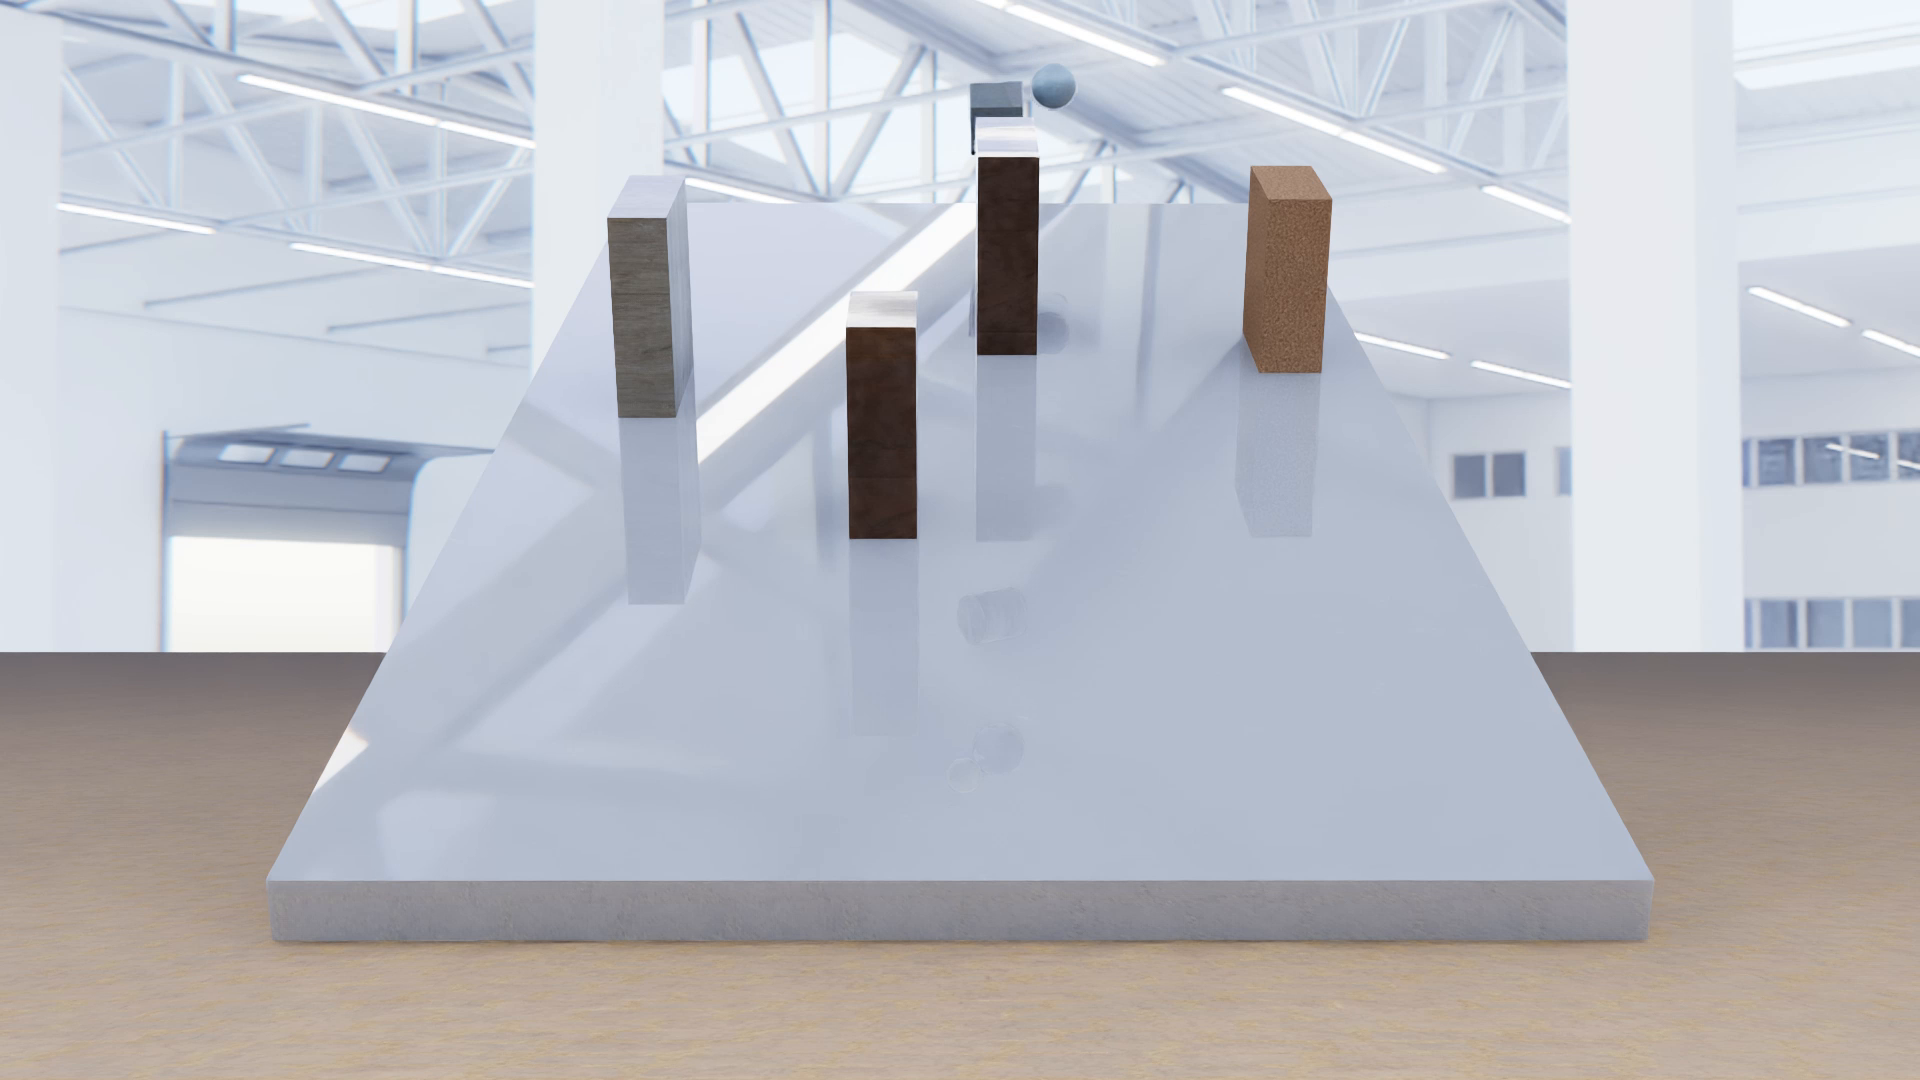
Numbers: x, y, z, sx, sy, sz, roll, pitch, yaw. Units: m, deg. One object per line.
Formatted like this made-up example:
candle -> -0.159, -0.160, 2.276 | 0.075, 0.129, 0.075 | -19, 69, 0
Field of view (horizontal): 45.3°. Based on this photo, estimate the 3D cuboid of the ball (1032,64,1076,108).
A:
ball -> 0.281, -1.360, 6.897 | 0.133, 0.133, 0.133 | 0, -3, 0

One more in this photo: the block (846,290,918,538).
block -> -0.151, -0.249, 4.542 | 0.133, 0.432, 0.244 | 0, 22, 0

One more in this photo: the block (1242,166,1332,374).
block -> 0.787, -0.658, 5.558 | 0.149, 0.422, 0.340 | 0, 22, 0

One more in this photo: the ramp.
ramp -> -0.007, -0.222, 5.181 | 2.000, 0.100, 4.000 | 0, 22, 0

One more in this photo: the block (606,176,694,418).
block -> -0.704, -0.563, 5.269 | 0.129, 0.460, 0.394 | 0, 22, 0

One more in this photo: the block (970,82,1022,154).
block -> 0.109, -1.259, 6.868 | 0.155, 0.155, 0.155 | -1, 39, 1

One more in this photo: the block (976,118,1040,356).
block -> 0.114, -0.761, 5.719 | 0.146, 0.489, 0.444 | 0, 22, 0
